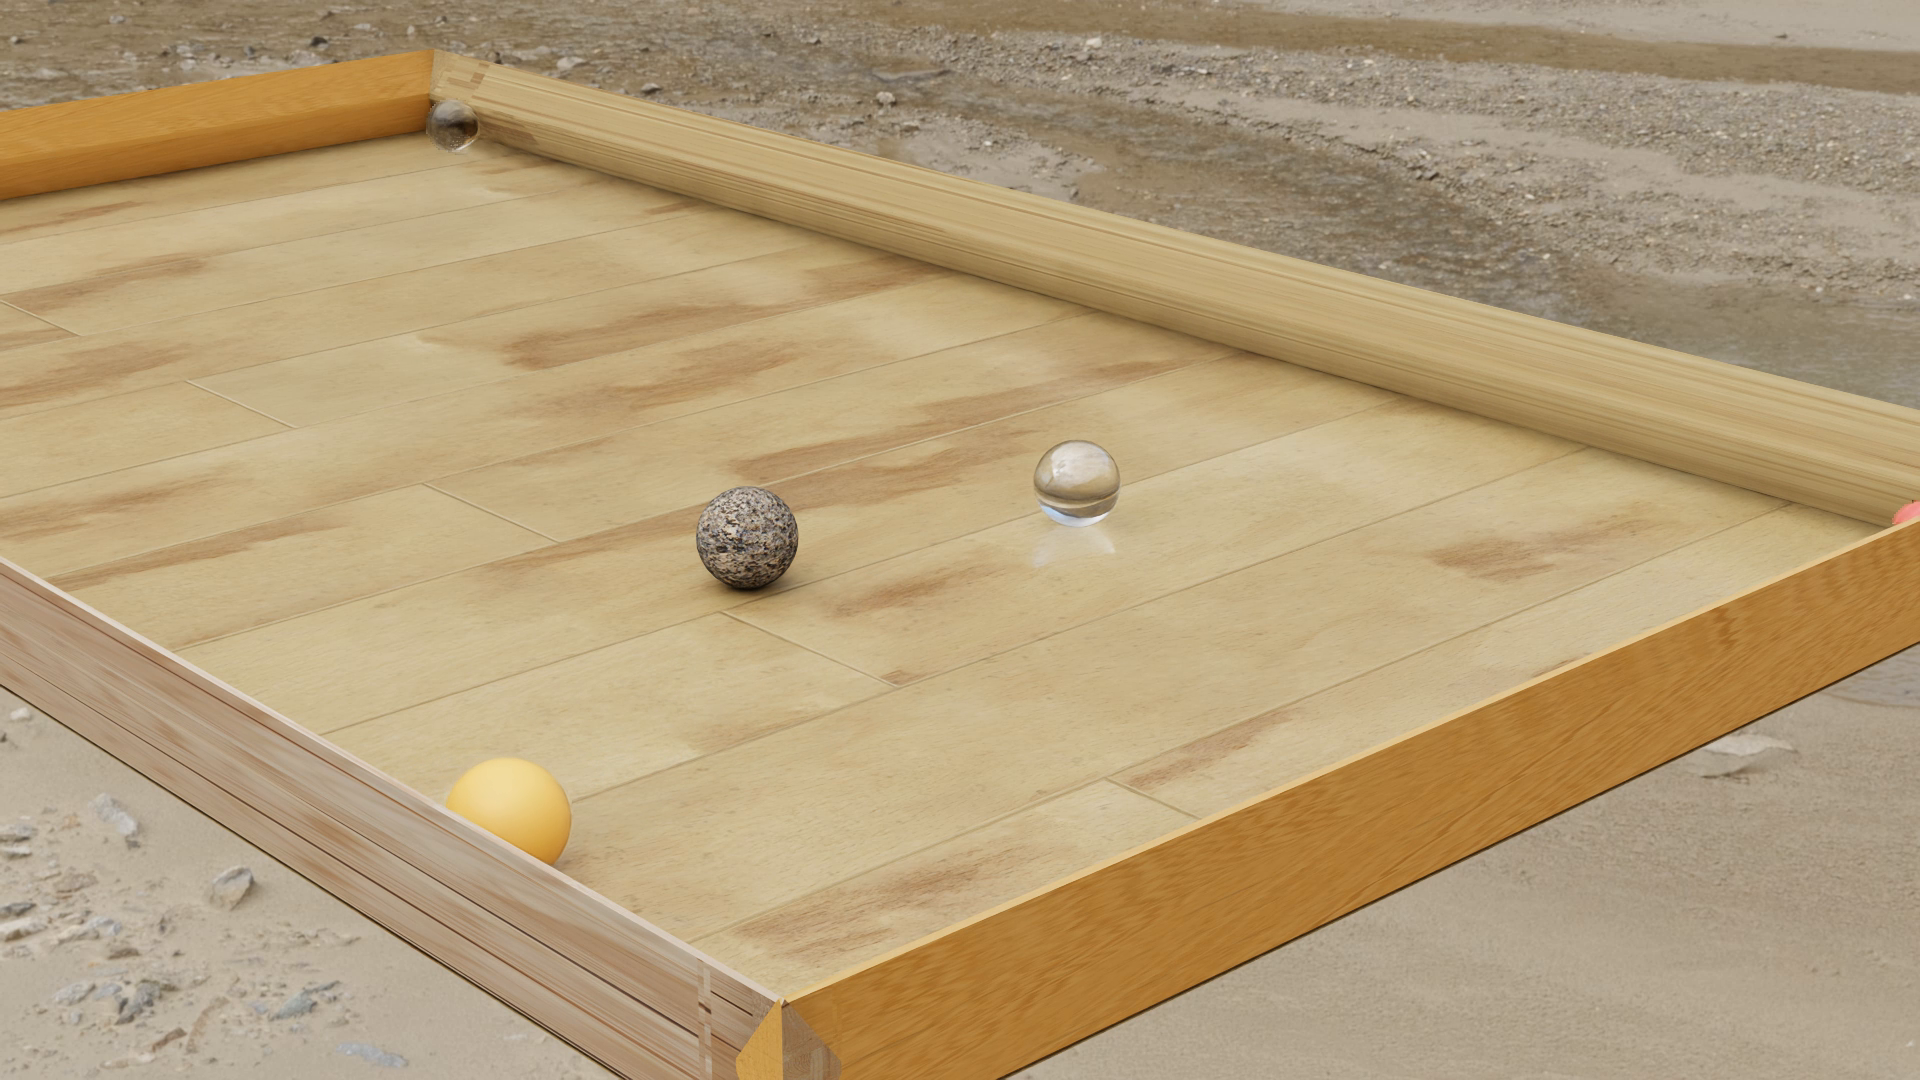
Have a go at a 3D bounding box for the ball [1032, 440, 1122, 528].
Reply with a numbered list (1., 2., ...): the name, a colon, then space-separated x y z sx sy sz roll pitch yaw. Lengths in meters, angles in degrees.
1. ball: 0.116 -0.056 2.919 0.088 0.088 0.088 0 20 0

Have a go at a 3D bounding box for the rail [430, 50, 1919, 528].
1. rail: 0.089 -0.370 3.730 0.045 0.125 2.792 -17 26 -39

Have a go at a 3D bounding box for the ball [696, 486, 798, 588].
1. ball: -0.199 -0.002 2.758 0.096 0.096 0.096 0 20 0

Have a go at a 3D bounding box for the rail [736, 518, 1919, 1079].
1. rail: 0.456 0.149 2.295 1.571 0.125 0.045 -17 26 -39

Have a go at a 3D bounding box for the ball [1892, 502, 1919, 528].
1. ball: 0.928 -0.009 2.832 0.058 0.058 0.058 0 20 0

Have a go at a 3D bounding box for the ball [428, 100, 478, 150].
1. ball: -0.786 -0.643 4.560 0.077 0.077 0.077 0 20 0

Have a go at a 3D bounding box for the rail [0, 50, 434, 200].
1. rail: -1.400 -0.538 4.197 1.571 0.125 0.045 -17 26 -39

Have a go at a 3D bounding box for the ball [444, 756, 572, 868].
1. ball: -0.335 0.208 2.179 0.094 0.094 0.094 0 20 0

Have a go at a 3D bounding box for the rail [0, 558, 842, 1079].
1. rail: -1.033 -0.020 2.762 0.045 0.125 2.792 -17 26 -39
